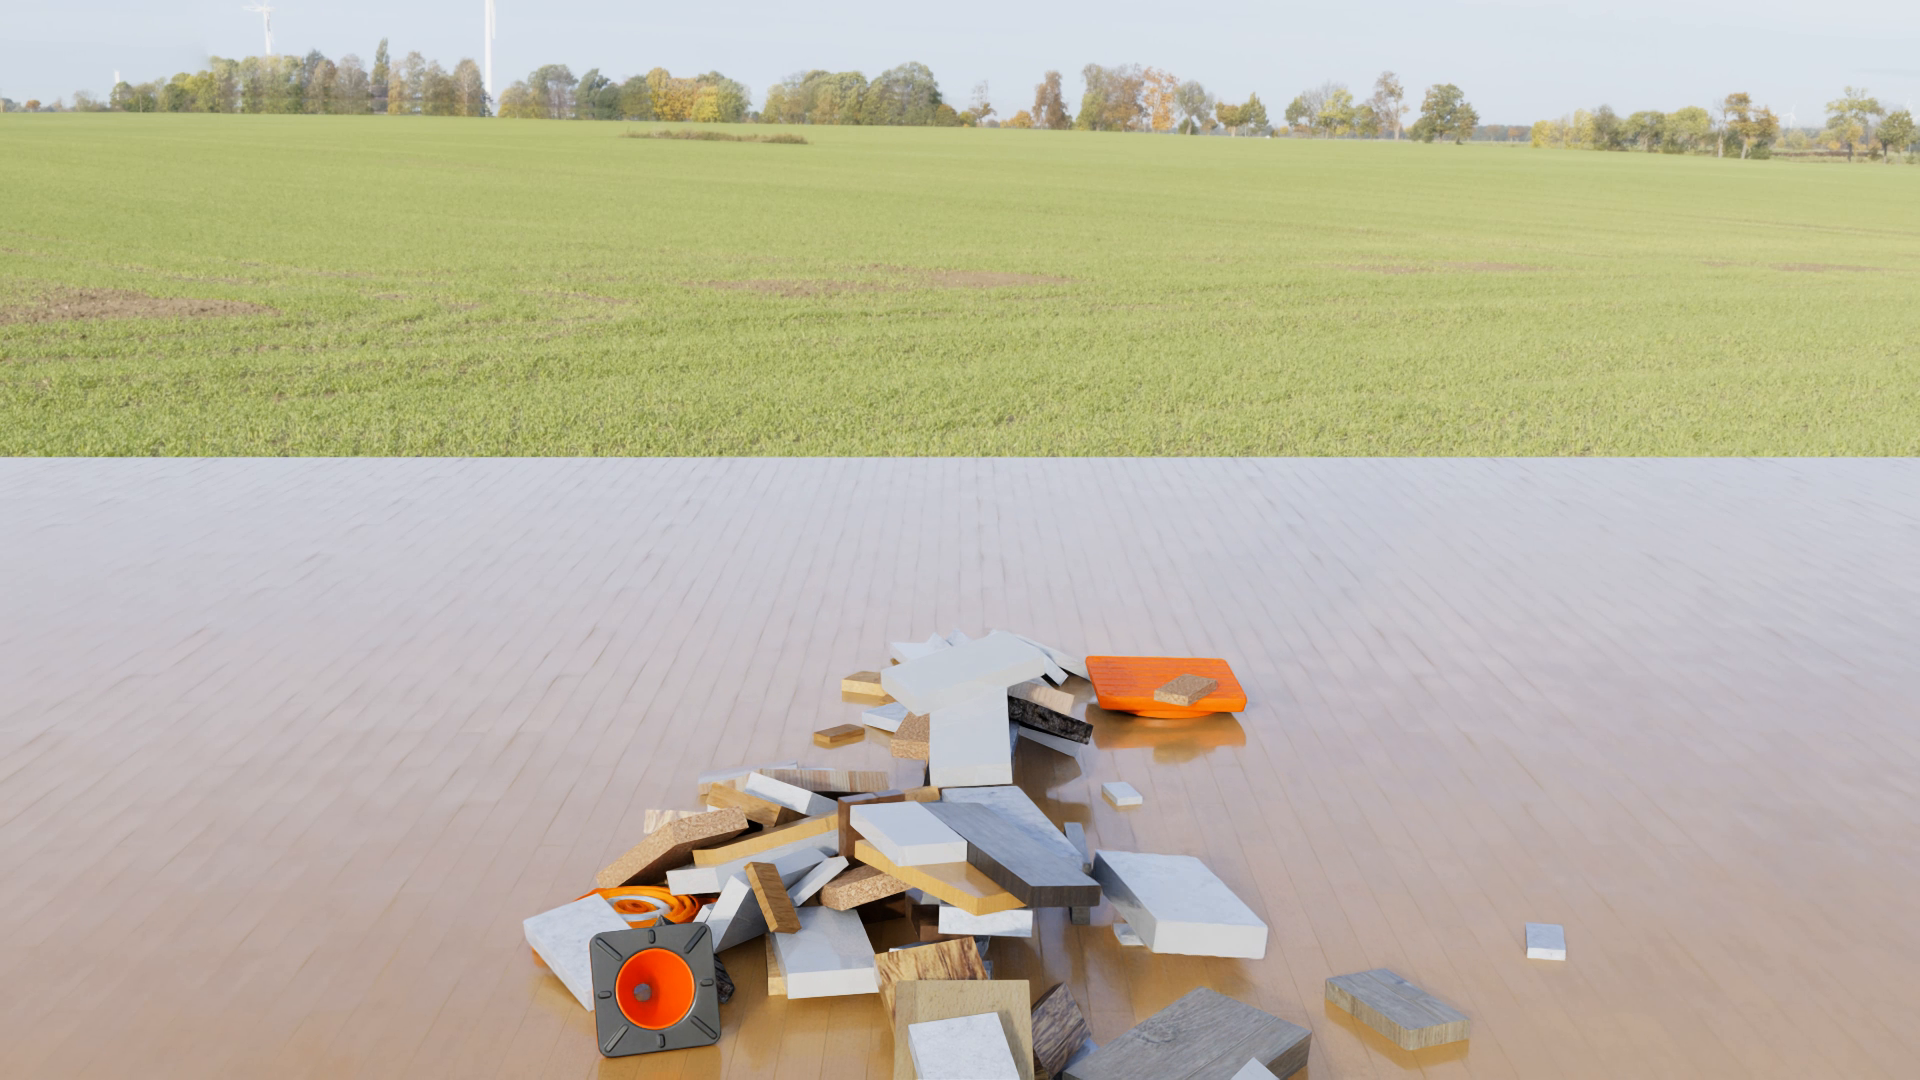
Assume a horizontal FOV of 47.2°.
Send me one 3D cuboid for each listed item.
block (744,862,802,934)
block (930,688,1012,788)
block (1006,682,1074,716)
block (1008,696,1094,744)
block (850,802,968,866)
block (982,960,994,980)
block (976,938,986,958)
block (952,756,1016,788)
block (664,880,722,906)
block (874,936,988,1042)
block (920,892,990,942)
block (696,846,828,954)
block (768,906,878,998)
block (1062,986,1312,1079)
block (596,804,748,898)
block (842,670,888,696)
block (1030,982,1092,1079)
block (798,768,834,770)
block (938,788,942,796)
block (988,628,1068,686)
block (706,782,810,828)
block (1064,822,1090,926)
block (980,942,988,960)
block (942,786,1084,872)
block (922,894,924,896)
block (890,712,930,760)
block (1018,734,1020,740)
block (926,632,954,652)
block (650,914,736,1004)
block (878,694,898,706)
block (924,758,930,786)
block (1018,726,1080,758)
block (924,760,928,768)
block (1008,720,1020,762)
[{"bbox_3d":[-0.282,0.537,3.305,0.016,0.112,0.056,-39,-30,22],"label":"block"},{"bbox_3d":[0.018,0.332,3.997,0.142,0.040,0.385,-3,24,1],"label":"block"},{"bbox_3d":[0.129,0.308,4.365,0.142,0.040,0.284,17,-6,-6],"label":"block"},{"bbox_3d":[0.130,0.339,4.262,0.142,0.040,0.283,13,-7,33],"label":"block"},{"bbox_3d":[-0.081,0.451,3.390,0.110,0.031,0.220,-1,10,-22],"label":"block"},{"bbox_3d":[-0.023,0.607,3.038,0.134,0.038,0.268,0,-8,2],"label":"block"},{"bbox_3d":[0.004,0.633,3.330,0.048,0.014,0.095,4,24,17],"label":"block"},{"bbox_3d":[0.030,0.470,3.975,0.122,0.035,0.244,6,30,3],"label":"block"},{"bbox_3d":[-0.408,0.577,3.680,0.154,0.022,0.077,-6,12,-30],"label":"block"},{"bbox_3d":[-0.015,0.623,2.795,0.134,0.038,0.268,-8,35,-12],"label":"block"},{"bbox_3d":[0.014,0.552,3.517,0.117,0.033,0.233,5,28,12],"label":"block"},{"bbox_3d":[-0.304,0.558,3.421,0.035,0.124,0.248,34,17,20],"label":"block"},{"bbox_3d":[-0.206,0.613,3.293,0.135,0.038,0.269,-2,11,-11],"label":"block"},{"bbox_3d":[0.302,0.695,2.898,0.176,0.050,0.352,17,18,33],"label":"block"},{"bbox_3d":[-0.473,0.510,3.599,0.138,0.039,0.275,-9,-19,-39],"label":"block"},{"bbox_3d":[-0.165,0.330,4.998,0.186,0.026,0.093,5,12,26],"label":"block"},{"bbox_3d":[0.121,0.659,2.944,0.023,0.081,0.163,-27,-2,25],"label":"block"},{"bbox_3d":[-0.280,0.473,4.239,0.078,0.022,0.157,-1,11,-4],"label":"block"},{"bbox_3d":[0.012,0.438,4.095,0.122,0.035,0.244,7,30,4],"label":"block"},{"bbox_3d":[0.154,0.273,5.113,0.109,0.031,0.219,43,-11,-27],"label":"block"},{"bbox_3d":[-0.315,0.478,3.801,0.136,0.039,0.273,16,-9,24],"label":"block"},{"bbox_3d":[0.192,0.547,3.616,0.029,0.104,0.208,0,11,-1],"label":"block"},{"bbox_3d":[0.011,0.636,3.385,0.048,0.014,0.095,2,11,12],"label":"block"},{"bbox_3d":[0.079,0.474,3.570,0.135,0.038,0.358,-1,12,-15],"label":"block"},{"bbox_3d":[0.004,0.555,3.583,0.117,0.033,0.233,1,28,4],"label":"block"},{"bbox_3d":[-0.041,0.370,4.411,0.132,0.037,0.264,4,19,13],"label":"block"},{"bbox_3d":[0.046,0.395,4.563,0.144,0.020,0.072,17,11,18],"label":"block"},{"bbox_3d":[0.005,0.283,5.047,0.117,0.033,0.234,39,-2,-19],"label":"block"},{"bbox_3d":[-0.399,0.624,3.277,0.095,0.027,0.190,34,-1,-20],"label":"block"},{"bbox_3d":[-0.129,0.343,4.882,0.050,0.014,0.100,9,31,38],"label":"block"},{"bbox_3d":[0.008,0.424,4.190,0.132,0.037,0.264,7,30,3],"label":"block"},{"bbox_3d":[0.153,0.372,4.579,0.138,0.039,0.275,23,5,-15],"label":"block"},{"bbox_3d":[-0.005,0.418,4.385,0.132,0.037,0.264,-1,19,-3],"label":"block"},{"bbox_3d":[0.038,0.382,4.049,0.122,0.035,0.244,7,14,5],"label":"block"}]
